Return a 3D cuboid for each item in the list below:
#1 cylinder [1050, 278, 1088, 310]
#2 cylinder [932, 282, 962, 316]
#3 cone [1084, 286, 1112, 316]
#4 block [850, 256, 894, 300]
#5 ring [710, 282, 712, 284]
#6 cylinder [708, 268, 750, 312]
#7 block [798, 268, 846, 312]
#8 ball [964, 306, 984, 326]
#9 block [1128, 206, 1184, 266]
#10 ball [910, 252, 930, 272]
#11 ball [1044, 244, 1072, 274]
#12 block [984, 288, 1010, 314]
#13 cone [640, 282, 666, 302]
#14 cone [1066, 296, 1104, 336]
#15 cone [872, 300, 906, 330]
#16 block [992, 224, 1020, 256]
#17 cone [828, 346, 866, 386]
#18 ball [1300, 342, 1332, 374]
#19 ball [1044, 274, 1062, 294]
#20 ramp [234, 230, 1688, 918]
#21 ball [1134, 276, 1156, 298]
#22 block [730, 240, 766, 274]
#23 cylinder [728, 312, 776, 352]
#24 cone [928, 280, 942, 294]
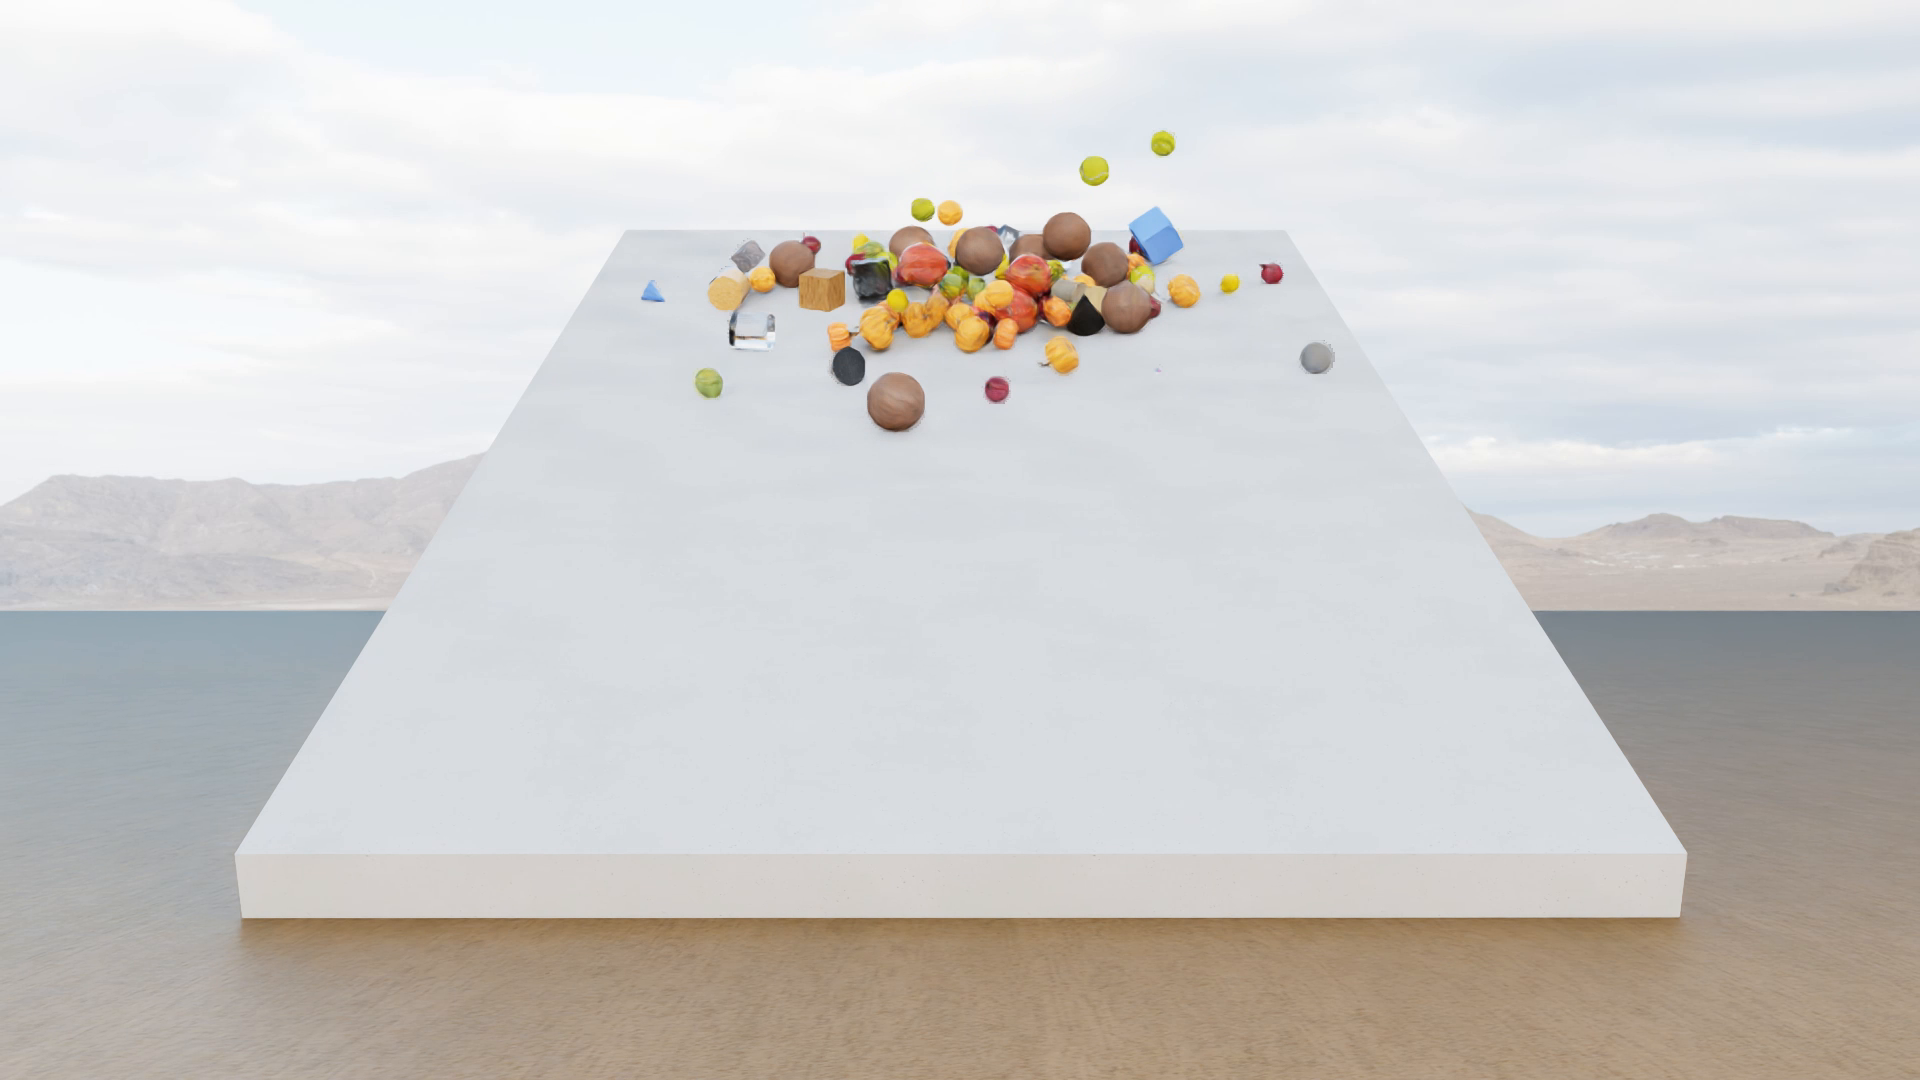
[{"bbox_3d":[0.288,-0.645,5.962,0.074,0.074,0.074,16,8,36],"label":"cylinder"},{"bbox_3d":[-0.035,-0.631,5.918,0.071,0.071,0.071,0,21,-10],"label":"cylinder"},{"bbox_3d":[0.375,-0.608,5.910,0.090,0.090,0.090,-1,-11,34],"label":"cone"},{"bbox_3d":[-0.235,-0.699,6.049,0.094,0.094,0.094,-8,14,-7],"label":"block"},{"bbox_3d":[-0.623,-0.677,6.077,0.100,0.033,0.100,2,39,-1],"label":"ring"},{"bbox_3d":[-0.607,-0.658,5.967,0.092,0.092,0.092,0,20,9],"label":"cylinder"},{"bbox_3d":[-0.363,-0.660,5.976,0.090,0.090,0.090,9,22,23],"label":"block"},{"bbox_3d":[0.034,-0.574,5.801,0.051,0.051,0.051,0,-2,0],"label":"ball"},{"bbox_3d":[0.551,-0.858,6.388,0.099,0.099,0.099,-34,-45,3],"label":"block"},{"bbox_3d":[-0.106,-0.738,6.020,0.054,0.054,0.054,0,-2,0],"label":"ball"},{"bbox_3d":[0.275,-0.786,6.337,0.081,0.081,0.081,0,-2,0],"label":"ball"},{"bbox_3d":[0.097,-0.623,5.900,0.053,0.053,0.053,14,11,-7],"label":"block"},{"bbox_3d":[-0.809,-0.649,6.036,0.060,0.060,0.060,29,-2,-1],"label":"cone"},{"bbox_3d":[0.314,-0.582,5.704,0.098,0.098,0.098,0,-41,6],"label":"cone"},{"bbox_3d":[-0.171,-0.559,5.779,0.082,0.082,0.082,21,-11,-25],"label":"cone"},{"bbox_3d":[0.129,-0.837,6.320,0.052,0.052,0.052,23,-46,-32],"label":"block"},{"bbox_3d":[-0.284,-0.402,5.317,0.091,0.091,0.091,1,-4,-36],"label":"cone"},{"bbox_3d":[0.844,-0.431,5.377,0.076,0.076,0.076,0,-2,0],"label":"ball"},{"bbox_3d":[0.255,-0.688,6.106,0.056,0.056,0.056,0,-2,0],"label":"ball"},{"bbox_3d":[-0.005,-0.208,5.017,2.000,0.100,4.000,0,20,0],"label":"ramp"},{"bbox_3d":[0.478,-0.654,5.870,0.054,0.054,0.054,0,-2,0],"label":"ball"},{"bbox_3d":[-0.587,-0.787,6.292,0.059,0.059,0.059,-22,25,46],"label":"block"},{"bbox_3d":[-0.510,-0.513,5.566,0.093,0.093,0.093,4,-1,11],"label":"cylinder"},{"bbox_3d":[-0.061,-0.658,6.068,0.053,0.053,0.053,-1,-43,-1],"label":"cone"}]
